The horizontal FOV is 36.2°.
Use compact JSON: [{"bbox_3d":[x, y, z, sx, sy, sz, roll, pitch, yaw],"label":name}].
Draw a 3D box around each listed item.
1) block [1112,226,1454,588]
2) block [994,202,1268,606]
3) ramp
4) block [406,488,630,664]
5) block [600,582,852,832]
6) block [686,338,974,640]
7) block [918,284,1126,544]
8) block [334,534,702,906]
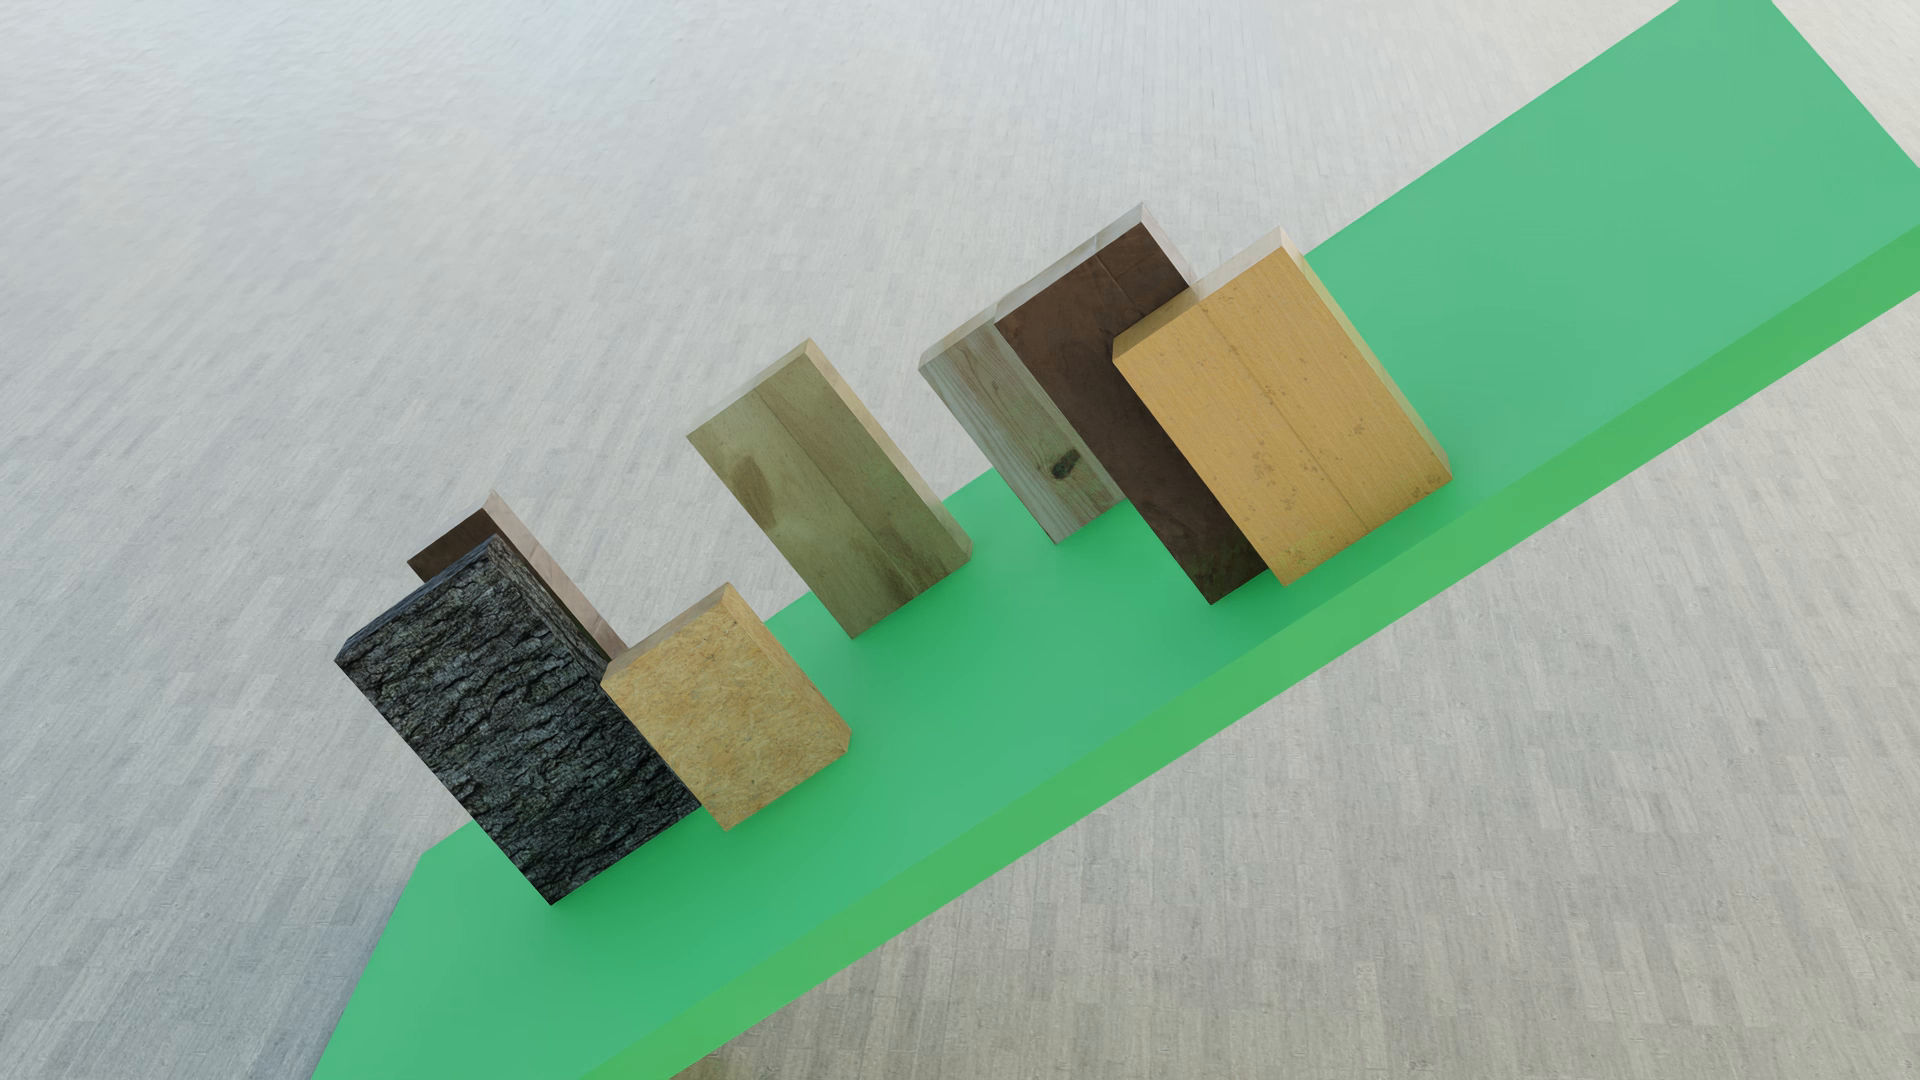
[{"bbox_3d":[0.579,-0.237,5.288,0.364,0.535,0.128,-34,16,16],"label":"block"},{"bbox_3d":[0.401,-0.247,5.442,0.330,0.682,0.130,-34,16,16],"label":"block"},{"bbox_3d":[0.130,0.178,6.319,4.000,0.100,2.000,-34,16,16],"label":"ramp"},{"bbox_3d":[-1.059,0.223,7.392,0.251,0.690,0.126,-34,16,16],"label":"block"},{"bbox_3d":[-0.494,0.355,6.237,0.329,0.426,0.109,-34,16,16],"label":"block"},{"bbox_3d":[-0.295,-0.114,6.758,0.345,0.619,0.109,-34,16,16],"label":"block"},{"bbox_3d":[0.171,-0.271,6.374,0.272,0.498,0.111,-34,16,16],"label":"block"},{"bbox_3d":[-0.974,0.407,6.568,0.442,0.749,0.119,-34,16,16],"label":"block"}]
